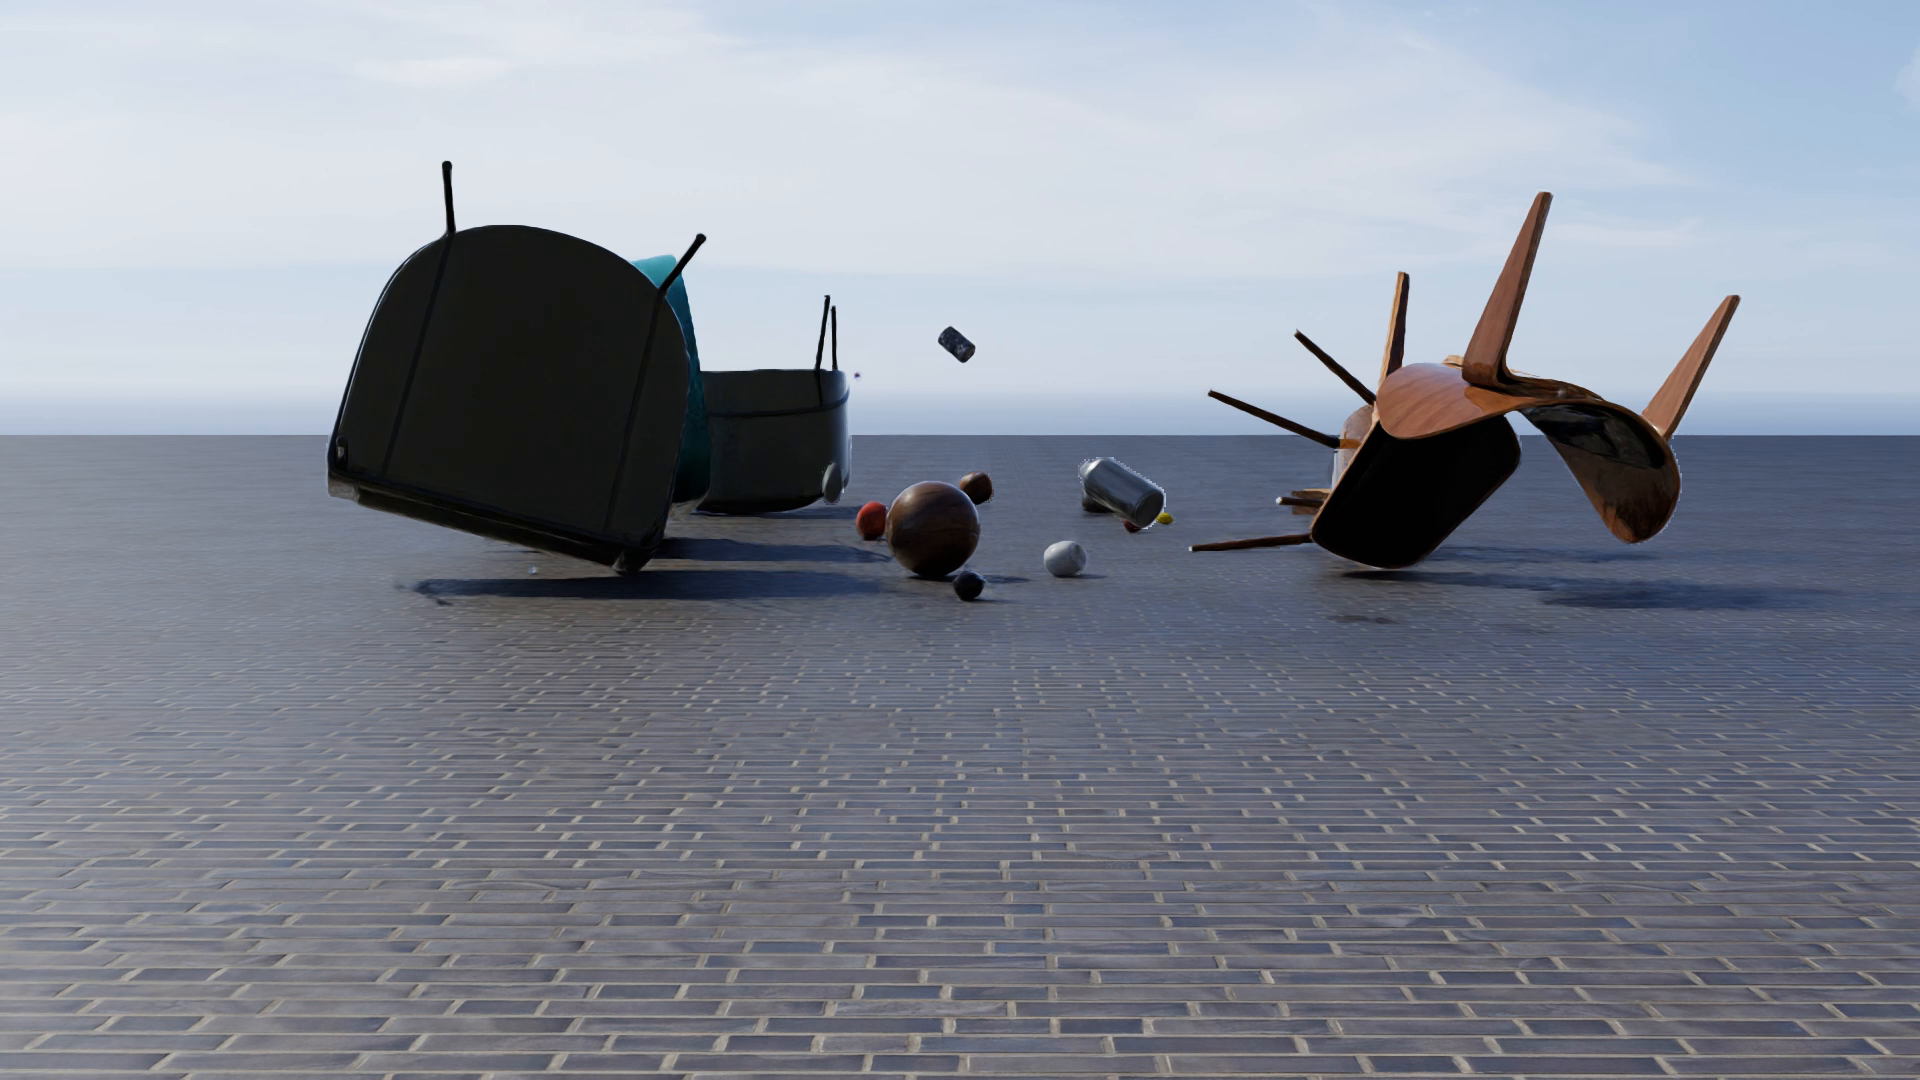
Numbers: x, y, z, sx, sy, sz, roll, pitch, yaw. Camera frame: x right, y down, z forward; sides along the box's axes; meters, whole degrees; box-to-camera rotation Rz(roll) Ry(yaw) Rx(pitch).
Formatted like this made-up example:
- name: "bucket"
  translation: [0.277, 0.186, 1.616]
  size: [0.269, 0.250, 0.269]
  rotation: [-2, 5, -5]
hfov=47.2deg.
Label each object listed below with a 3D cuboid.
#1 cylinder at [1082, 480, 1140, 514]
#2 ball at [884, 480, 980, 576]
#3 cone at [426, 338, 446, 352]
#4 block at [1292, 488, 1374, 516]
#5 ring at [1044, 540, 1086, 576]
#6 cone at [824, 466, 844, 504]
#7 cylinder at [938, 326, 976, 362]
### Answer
- name: "cylinder"
  translation: [0.550, -0.159, 8.010]
  size: [0.172, 0.113, 0.134]
  rotation: [3, 27, 34]
- name: "ball"
  translation: [-0.066, -0.028, 5.270]
  size: [0.230, 0.230, 0.230]
  rotation: [0, 4, 0]
- name: "cone"
  translation: [-1.910, -0.715, 7.934]
  size: [0.085, 0.049, 0.086]
  rotation: [23, -5, 14]
- name: "block"
  translation: [1.340, -0.136, 7.913]
  size: [0.220, 0.084, 0.229]
  rotation: [2, 5, 31]
- name: "ring"
  translation: [0.253, 0.044, 5.285]
  size: [0.074, 0.083, 0.121]
  rotation: [-16, -7, 26]
- name: "cone"
  translation: [-0.382, -0.162, 6.402]
  size: [0.062, 0.121, 0.050]
  rotation: [26, 11, 32]
- name: "cylinder"
  translation: [-0.011, -0.716, 8.044]
  size: [0.111, 0.080, 0.121]
  rotation: [41, 4, 13]
